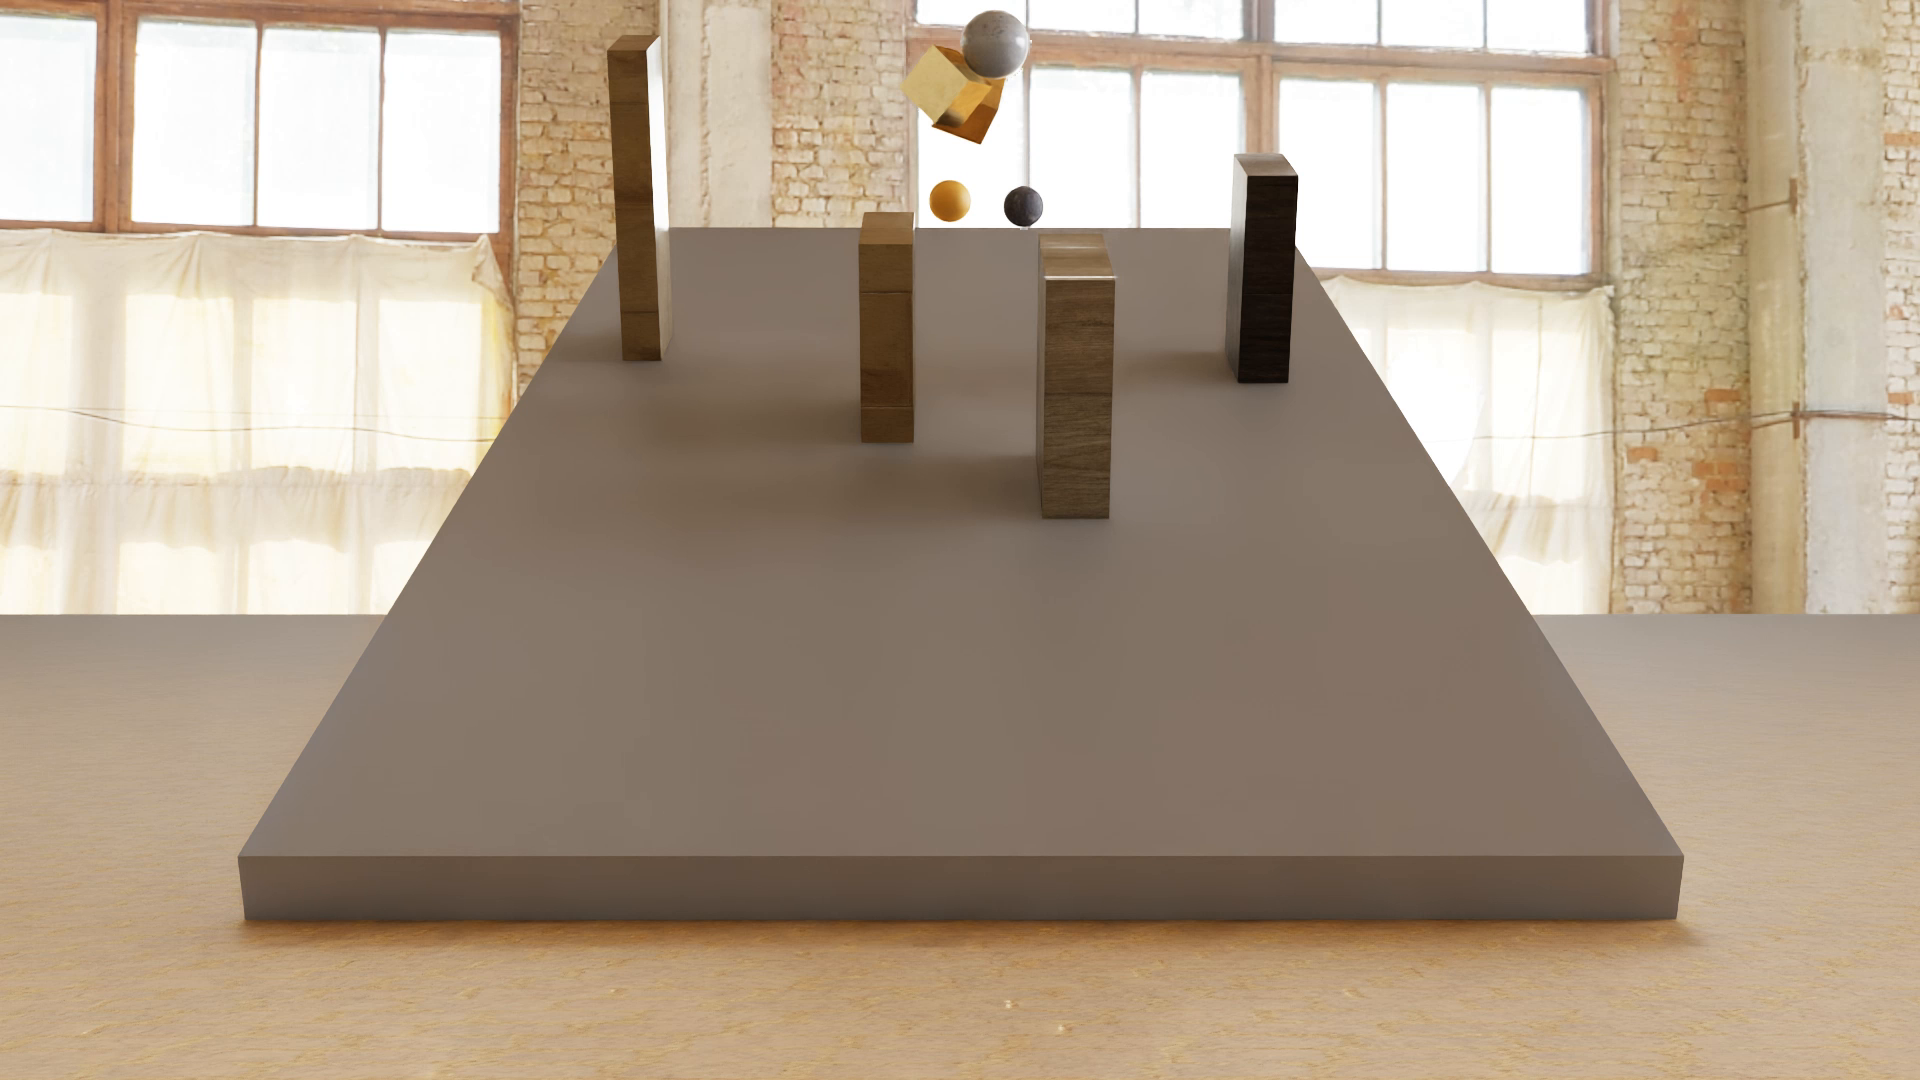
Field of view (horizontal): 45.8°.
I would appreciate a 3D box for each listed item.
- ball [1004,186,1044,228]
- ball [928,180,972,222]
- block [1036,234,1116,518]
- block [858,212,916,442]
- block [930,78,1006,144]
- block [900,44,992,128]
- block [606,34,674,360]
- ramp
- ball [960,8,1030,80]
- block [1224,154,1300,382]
[{"bbox_3d":[0.190,-0.998,6.800,0.123,0.123,0.123,0,-2,0],"label":"ball"},{"bbox_3d":[-0.031,-1.032,6.907,0.131,0.131,0.131,0,-2,0],"label":"ball"},{"bbox_3d":[0.226,-0.333,4.536,0.130,0.477,0.395,0,20,0],"label":"block"},{"bbox_3d":[-0.156,-0.469,4.962,0.112,0.434,0.320,0,20,0],"label":"block"},{"bbox_3d":[0.026,-1.348,6.951,0.165,0.165,0.165,19,-36,-10],"label":"block"},{"bbox_3d":[-0.039,-1.284,6.431,0.156,0.156,0.156,-49,-17,22],"label":"block"},{"bbox_3d":[-0.769,-0.826,5.483,0.092,0.741,0.258,0,20,0],"label":"block"},{"bbox_3d":[-0.005,-0.209,5.031,2.000,0.100,4.000,0,20,0],"label":"ramp"},{"bbox_3d":[0.098,-1.397,6.399,0.193,0.193,0.193,0,-2,0],"label":"ball"},{"bbox_3d":[0.710,-0.644,5.364,0.118,0.489,0.272,0,20,0],"label":"block"}]
